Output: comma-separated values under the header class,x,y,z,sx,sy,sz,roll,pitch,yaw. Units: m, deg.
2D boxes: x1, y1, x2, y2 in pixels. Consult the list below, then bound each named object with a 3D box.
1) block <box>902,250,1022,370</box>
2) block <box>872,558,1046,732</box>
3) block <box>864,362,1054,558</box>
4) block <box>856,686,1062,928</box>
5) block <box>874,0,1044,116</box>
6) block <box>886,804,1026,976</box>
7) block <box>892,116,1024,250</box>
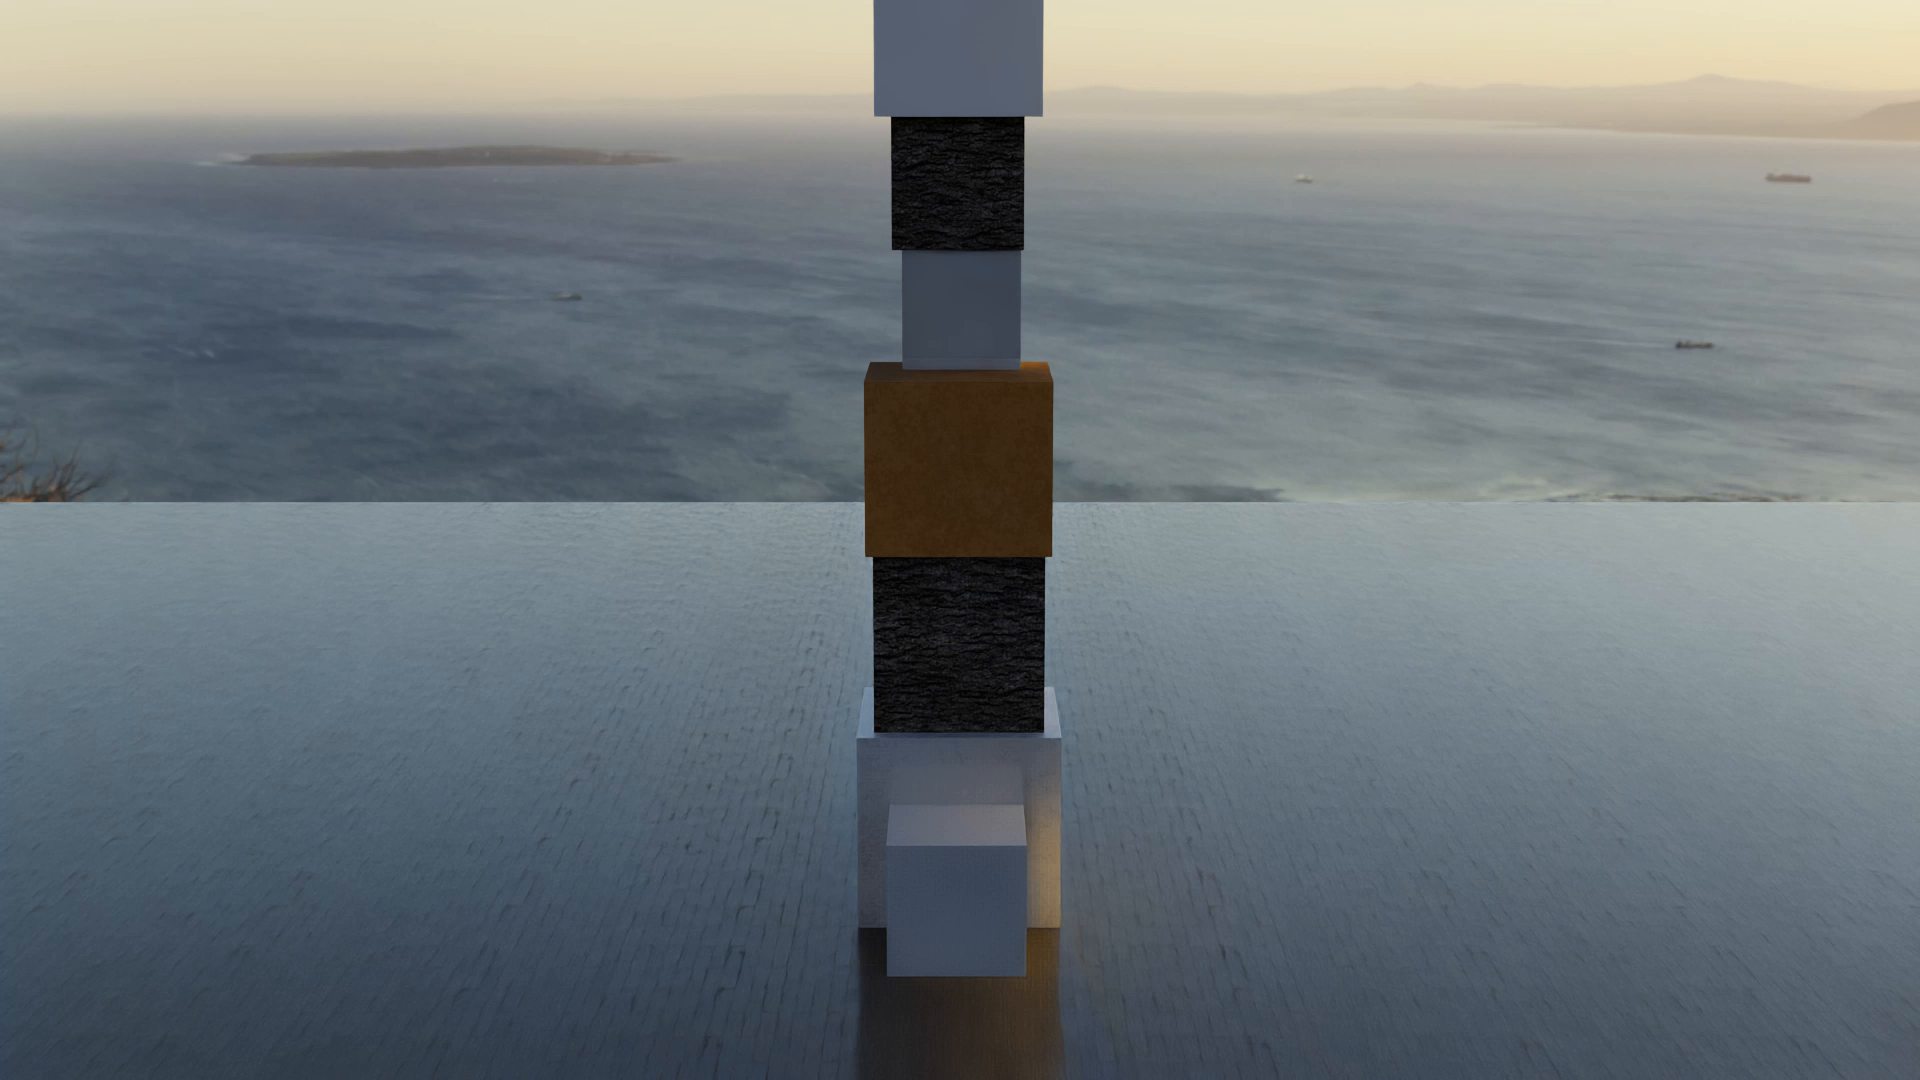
class,x,y,z,sx,sy,sz,roll,pitch,yaw
block,0.007,-1.010,10.997,0.496,0.501,0.538,0,10,0
block,-0.004,0.369,10.908,0.705,0.743,0.702,0,10,0
block,-0.005,-0.349,10.768,0.764,0.719,0.721,0,10,0
block,-0.003,1.134,11.050,0.842,0.814,0.894,0,10,0
block,-0.006,-2.080,10.802,0.693,0.578,0.684,0,10,0
block,-0.013,1.405,10.343,0.550,0.535,0.574,0,10,0
block,-0.009,-1.526,10.903,0.551,0.548,0.571,0,10,0
